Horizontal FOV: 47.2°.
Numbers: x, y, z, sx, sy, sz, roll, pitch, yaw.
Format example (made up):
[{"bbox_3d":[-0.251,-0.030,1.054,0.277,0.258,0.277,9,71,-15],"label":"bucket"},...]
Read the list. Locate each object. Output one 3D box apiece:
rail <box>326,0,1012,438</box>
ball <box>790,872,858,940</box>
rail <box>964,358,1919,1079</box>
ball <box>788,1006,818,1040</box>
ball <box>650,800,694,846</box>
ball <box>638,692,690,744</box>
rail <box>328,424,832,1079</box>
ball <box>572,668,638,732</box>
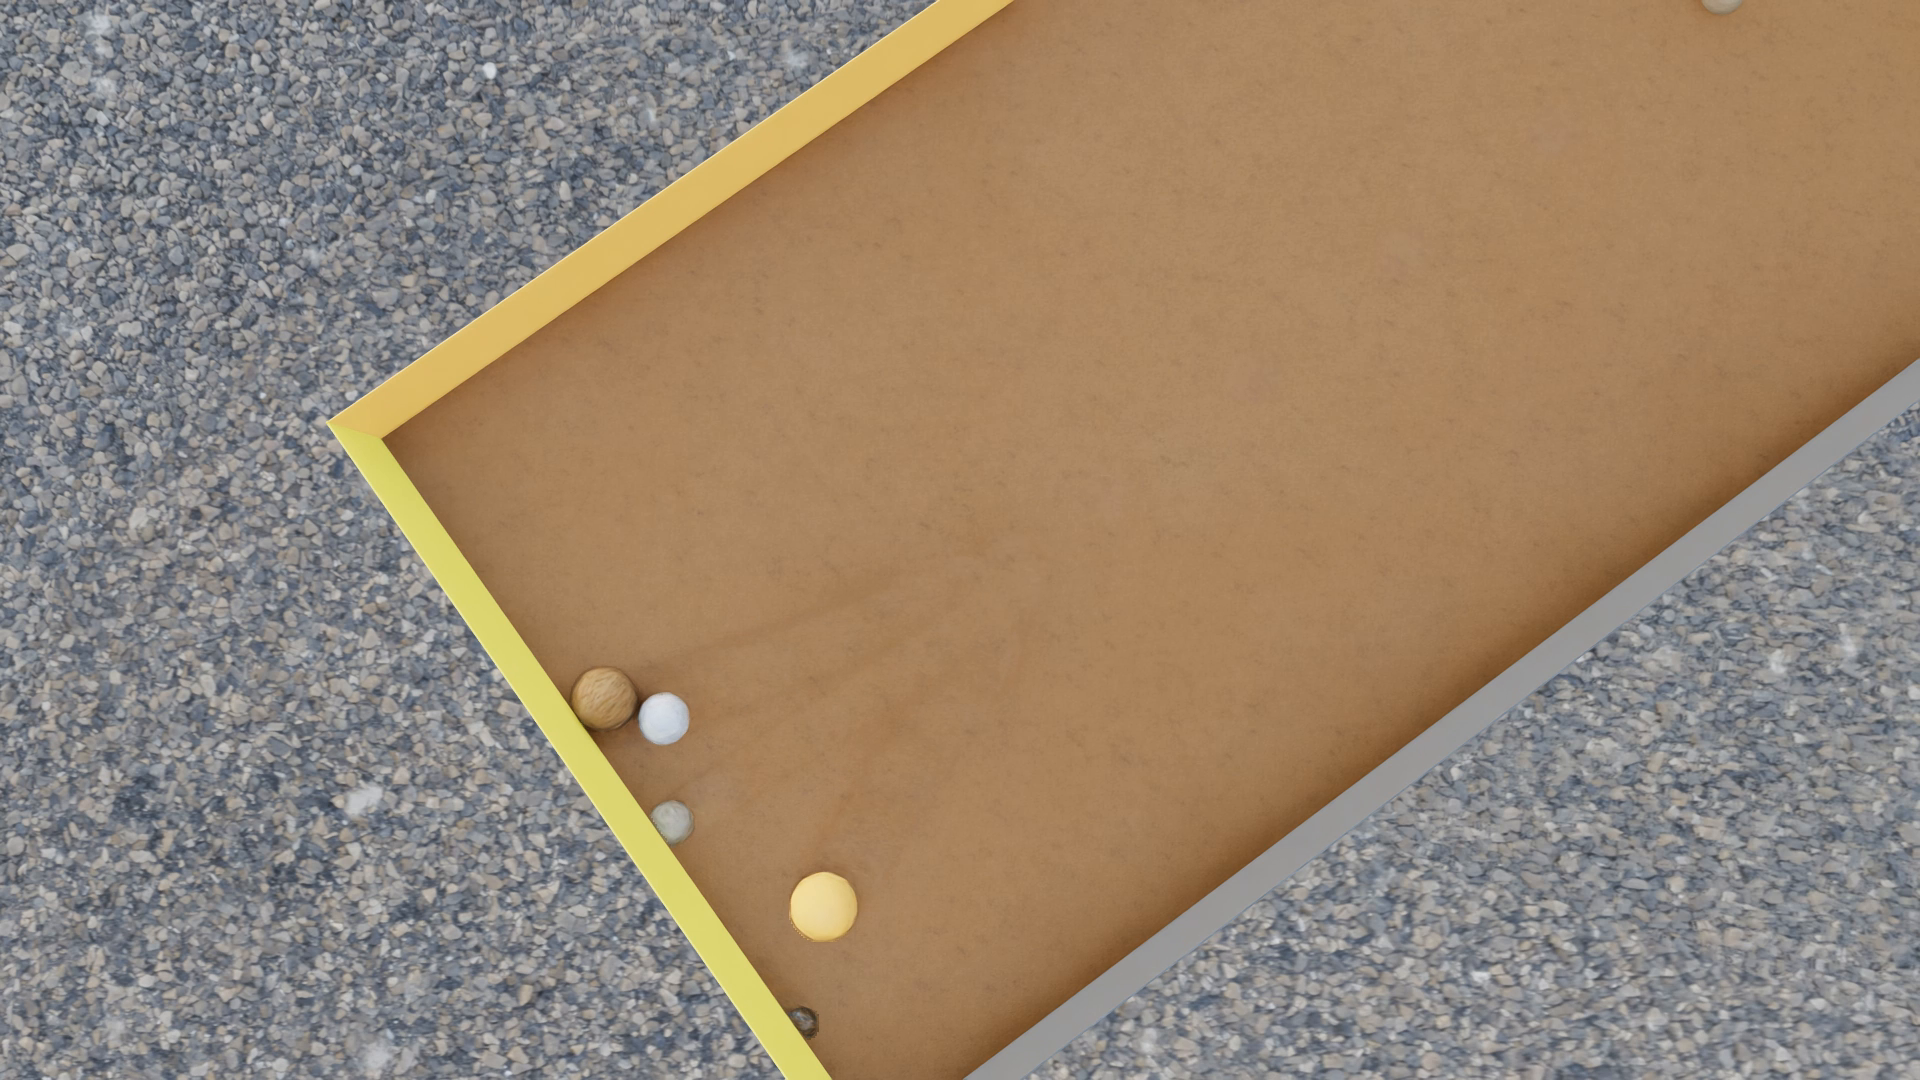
[{"bbox_3d":[0.141,-0.905,3.416,2.619,0.127,0.045,-36,82,-6],"label":"rail"},{"bbox_3d":[-0.196,0.529,3.176,0.098,0.098,0.098,0,80,0],"label":"ball"},{"bbox_3d":[0.915,0.134,3.231,2.619,0.127,0.045,-36,82,-6],"label":"rail"},{"bbox_3d":[-0.228,0.697,3.173,0.046,0.046,0.046,0,80,0],"label":"ball"},{"bbox_3d":[-0.422,0.414,3.213,0.066,0.066,0.066,0,80,0],"label":"ball"},{"bbox_3d":[-0.435,0.262,3.235,0.076,0.076,0.076,0,80,0],"label":"ball"},{"bbox_3d":[-0.509,0.363,3.190,0.045,0.127,1.357,-36,82,-6],"label":"rail"},{"bbox_3d":[-0.522,0.234,3.230,0.095,0.095,0.095,0,80,0],"label":"ball"}]
